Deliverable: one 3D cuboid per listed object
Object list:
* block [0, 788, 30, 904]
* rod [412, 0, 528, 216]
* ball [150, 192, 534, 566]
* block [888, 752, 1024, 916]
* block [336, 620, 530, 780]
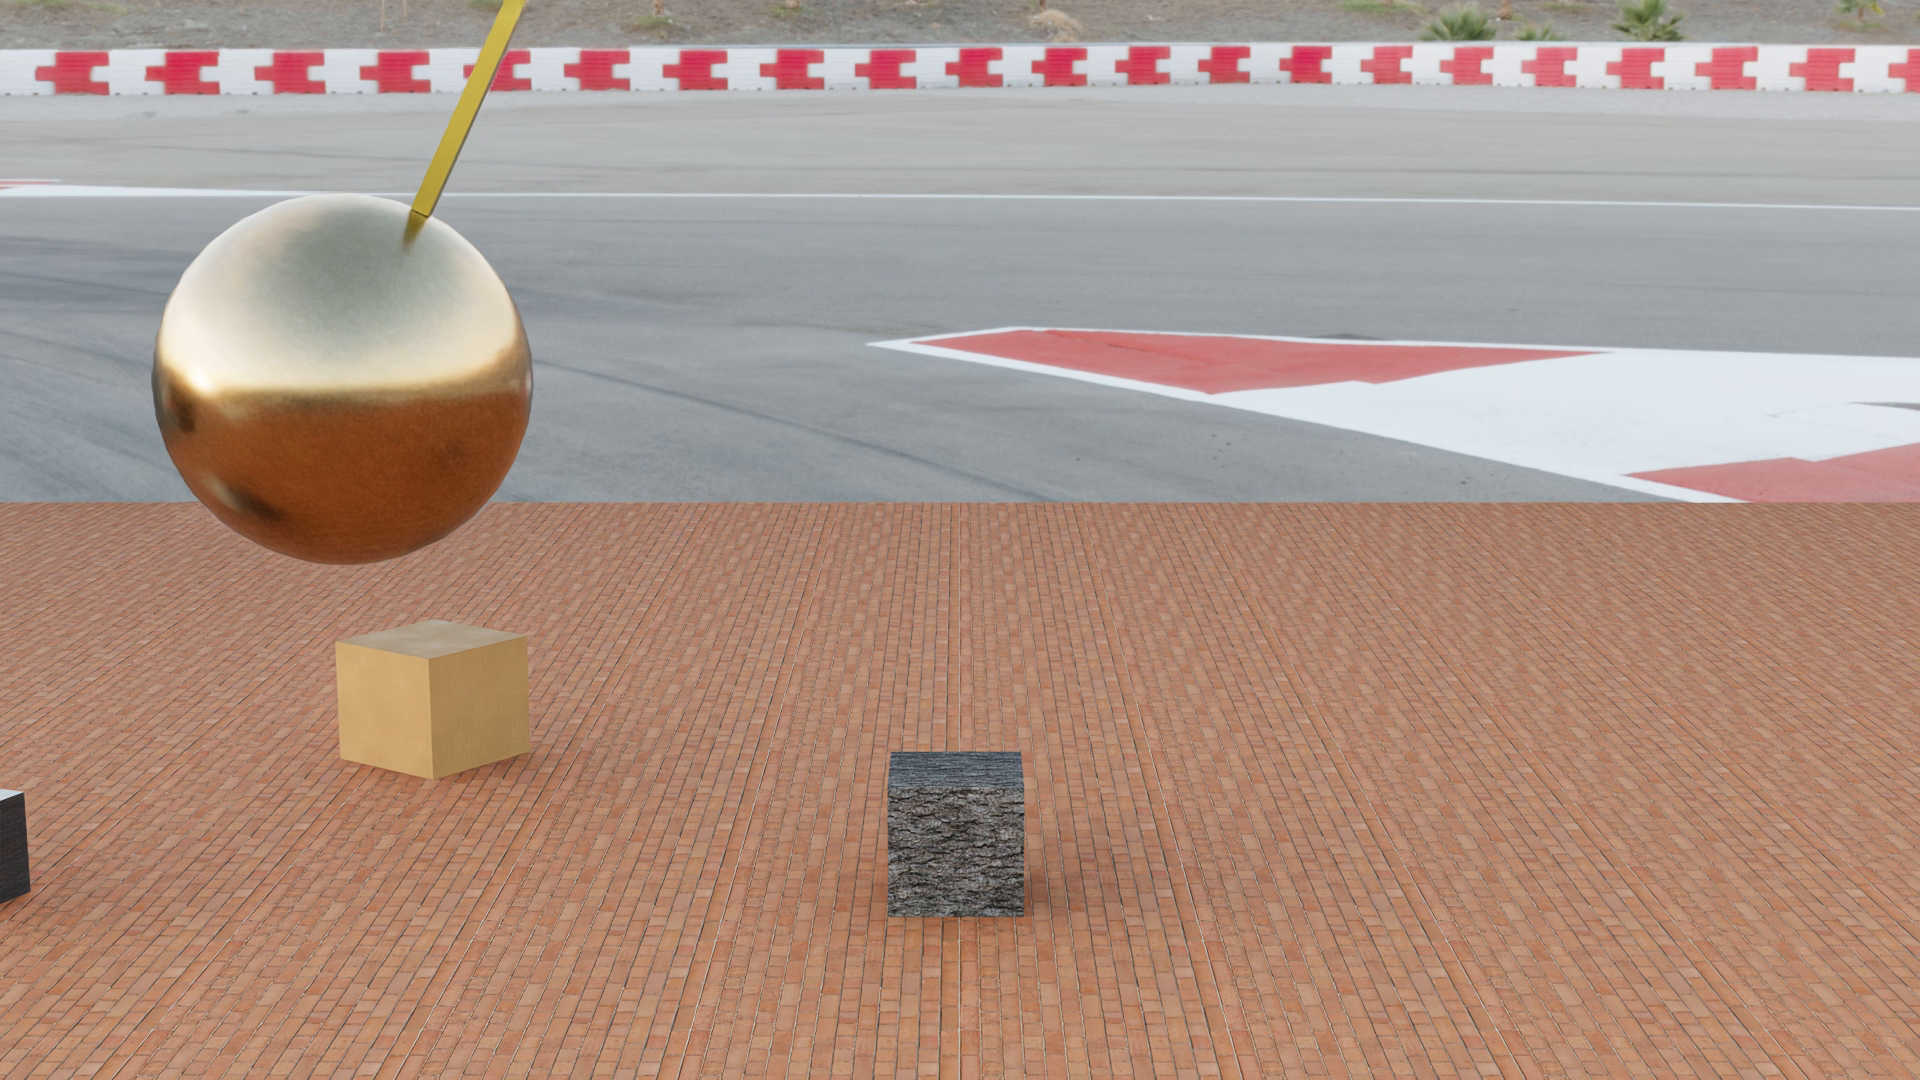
[{"bbox_3d":[-4.372,1.331,10.992,0.522,0.448,0.481,4,11,21],"label":"block"},{"bbox_3d":[-1.147,-3.692,10.509,0.080,5.200,0.080,26,9,-5],"label":"rod"},{"bbox_3d":[-2.648,-0.690,11.055,1.600,1.600,1.600,0,10,0],"label":"ball"},{"bbox_3d":[-0.018,1.261,11.057,0.573,0.564,0.583,0,10,0],"label":"block"},{"bbox_3d":[-2.736,0.816,13.341,0.696,0.622,0.683,7,13,35],"label":"block"}]
